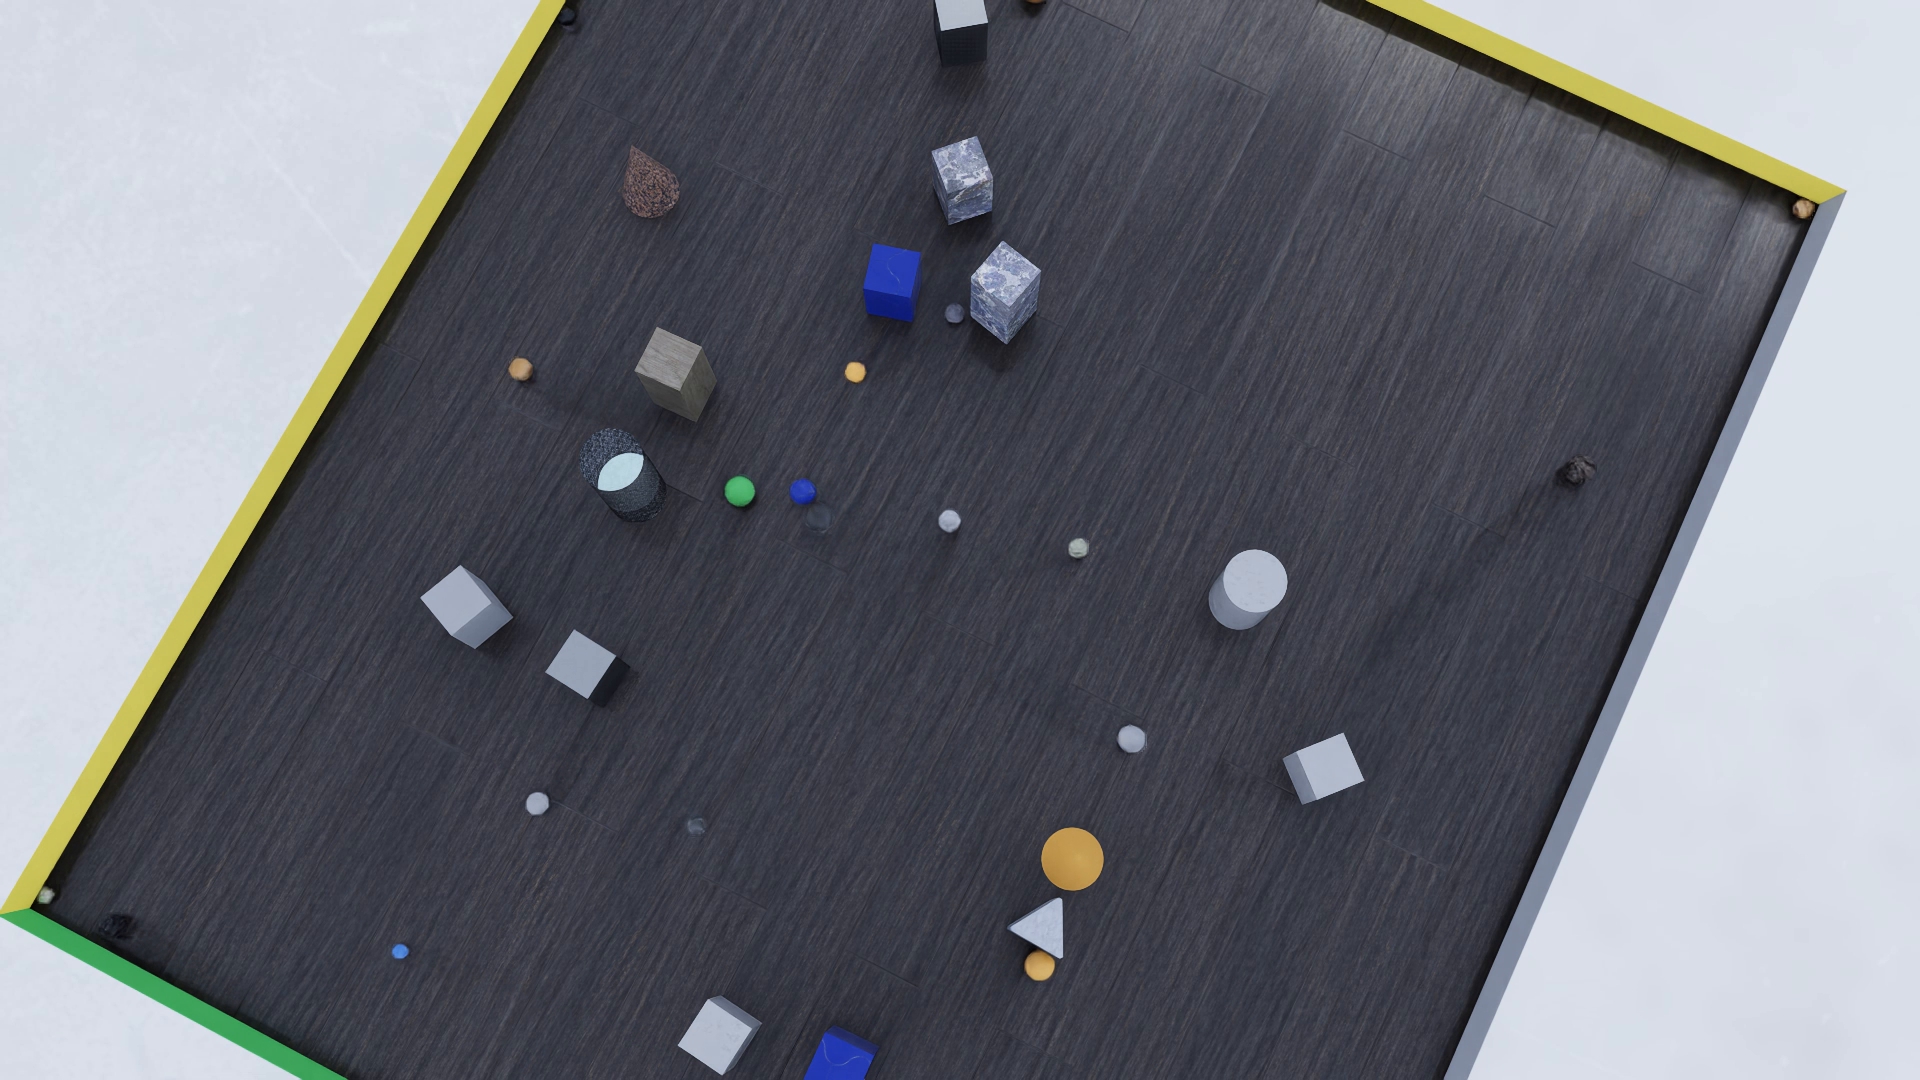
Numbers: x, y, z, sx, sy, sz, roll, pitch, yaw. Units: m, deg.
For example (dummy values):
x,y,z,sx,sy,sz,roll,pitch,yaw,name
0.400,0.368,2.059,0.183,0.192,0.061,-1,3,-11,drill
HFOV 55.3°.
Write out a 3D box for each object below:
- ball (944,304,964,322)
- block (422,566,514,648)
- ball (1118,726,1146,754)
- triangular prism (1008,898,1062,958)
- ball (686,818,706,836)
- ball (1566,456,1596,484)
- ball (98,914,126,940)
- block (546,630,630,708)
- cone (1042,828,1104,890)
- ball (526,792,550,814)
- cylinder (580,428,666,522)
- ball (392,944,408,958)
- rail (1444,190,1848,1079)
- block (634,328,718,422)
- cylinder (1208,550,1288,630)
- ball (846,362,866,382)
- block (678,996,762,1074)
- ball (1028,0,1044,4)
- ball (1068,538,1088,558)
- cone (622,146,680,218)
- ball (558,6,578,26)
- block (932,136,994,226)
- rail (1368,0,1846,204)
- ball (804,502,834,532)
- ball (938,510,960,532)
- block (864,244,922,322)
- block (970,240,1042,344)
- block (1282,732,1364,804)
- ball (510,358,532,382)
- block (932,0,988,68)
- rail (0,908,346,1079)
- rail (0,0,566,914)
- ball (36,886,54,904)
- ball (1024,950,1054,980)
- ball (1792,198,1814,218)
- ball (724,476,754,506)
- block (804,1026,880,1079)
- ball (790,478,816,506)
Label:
x,y,z,sx,sy,sz,roll,pitch,yaw,name
-0.017,-0.710,5.732,0.061,0.061,0.061,0,78,0,ball
-1.460,0.201,5.439,0.147,0.266,0.147,-40,81,-8,block
0.509,0.593,5.451,0.083,0.083,0.083,0,78,0,ball
0.240,1.077,5.185,0.159,0.409,0.138,29,80,6,triangular prism
-0.780,0.847,5.412,0.058,0.058,0.058,0,78,0,ball
1.900,-0.215,5.616,0.088,0.088,0.088,0,78,0,ball
-2.475,1.129,5.346,0.073,0.073,0.073,0,78,0,ball
-1.096,0.383,5.413,0.147,0.243,0.147,31,80,6,block
0.333,0.911,5.265,0.184,0.319,0.184,0,78,0,cone
-1.250,0.779,5.421,0.067,0.067,0.067,0,78,0,ball
-0.995,-0.186,5.435,0.184,0.430,0.184,0,78,0,cylinder
-1.632,1.200,5.346,0.043,0.043,0.043,0,78,0,ball
1.753,0.864,5.376,0.045,0.119,4.461,26,80,5,rail
-0.855,-0.496,5.540,0.147,0.349,0.147,24,79,5,block
0.848,0.150,5.421,0.184,0.322,0.184,0,78,0,cylinder
-0.324,-0.523,5.692,0.064,0.064,0.064,0,78,0,ball
-0.676,1.398,5.187,0.147,0.275,0.147,32,80,6,block
0.246,-1.785,5.940,0.088,0.088,0.088,0,78,0,ball
0.359,0.025,5.581,0.059,0.059,0.059,0,78,0,ball
-0.986,-1.151,5.674,0.184,0.353,0.184,0,78,0,cone
-1.271,-1.696,5.935,0.063,0.063,0.063,0,78,0,ball
0.007,-1.118,5.715,0.147,0.259,0.147,-19,79,-4,block
0.987,-1.927,5.953,3.966,0.119,0.045,26,80,5,rail
-0.428,-0.069,5.584,0.092,0.092,0.092,0,78,0,ball
-0.033,-0.058,5.595,0.065,0.065,0.065,0,78,0,ball
-0.206,-0.792,5.662,0.147,0.232,0.147,11,79,2,block
0.136,-0.750,5.588,0.147,0.358,0.147,39,81,7,block
1.059,0.671,5.358,0.147,0.235,0.147,-21,79,-4,block
-1.363,-0.529,5.689,0.072,0.072,0.072,0,78,0,ball
0.001,-1.638,5.826,0.147,0.253,0.147,-11,79,-2,block
-0.987,1.939,5.153,3.966,0.119,0.045,26,80,5,rail
-1.753,-0.852,5.730,0.045,0.119,4.461,26,80,5,rail
-2.684,1.042,5.377,0.047,0.047,0.047,0,78,0,ball
0.230,1.234,5.317,0.087,0.087,0.087,0,78,0,ball
2.670,-1.050,5.801,0.064,0.064,0.064,0,78,0,ball
-0.673,-0.149,5.601,0.091,0.091,0.091,0,78,0,ball
-0.330,1.467,5.130,0.147,0.358,0.147,24,79,5,block
-0.479,-0.147,5.606,0.080,0.080,0.080,0,78,0,ball
